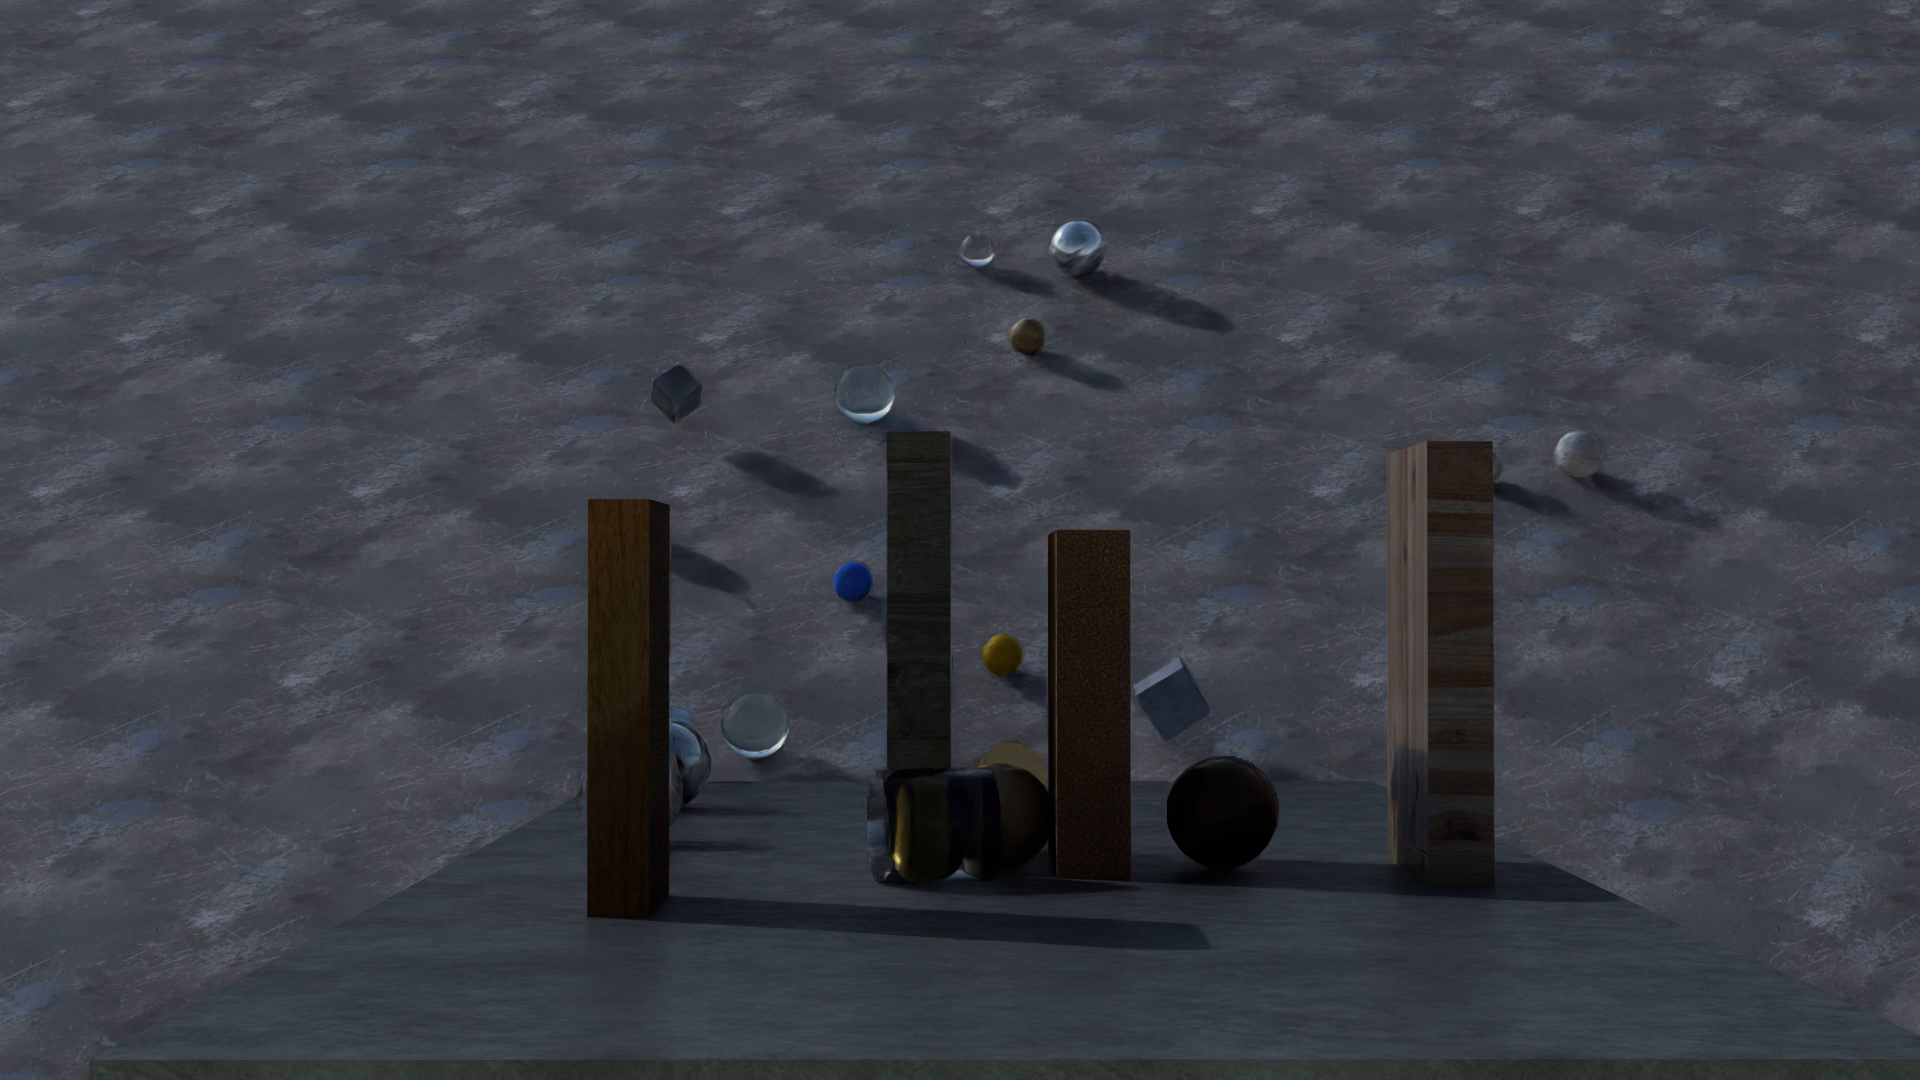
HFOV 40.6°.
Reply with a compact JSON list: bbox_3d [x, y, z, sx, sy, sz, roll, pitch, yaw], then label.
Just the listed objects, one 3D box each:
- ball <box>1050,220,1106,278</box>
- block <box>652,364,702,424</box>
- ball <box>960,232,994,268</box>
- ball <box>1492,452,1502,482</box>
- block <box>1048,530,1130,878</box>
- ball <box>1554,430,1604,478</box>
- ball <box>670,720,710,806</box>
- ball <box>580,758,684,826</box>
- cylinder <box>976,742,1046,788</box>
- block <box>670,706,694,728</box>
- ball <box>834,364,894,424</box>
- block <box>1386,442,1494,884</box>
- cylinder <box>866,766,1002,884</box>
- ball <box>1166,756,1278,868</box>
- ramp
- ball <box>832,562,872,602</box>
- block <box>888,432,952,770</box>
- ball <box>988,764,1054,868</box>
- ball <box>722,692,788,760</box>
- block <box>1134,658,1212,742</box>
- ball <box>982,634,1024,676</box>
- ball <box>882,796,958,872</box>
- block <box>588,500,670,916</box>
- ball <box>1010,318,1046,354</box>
[{"bbox_3d":[0.422,-1.044,9.294,0.203,0.203,0.203,0,33,0],"label":"ball"},{"bbox_3d":[-0.911,-0.471,8.345,0.112,0.112,0.112,-36,68,-27],"label":"block"},{"bbox_3d":[0.062,-1.047,9.368,0.127,0.127,0.127,0,33,0],"label":"ball"},{"bbox_3d":[1.644,-0.228,8.125,0.108,0.108,0.108,0,33,0],"label":"ball"},{"bbox_3d":[0.231,0.288,4.710,0.128,0.603,0.433,0,-1,0],"label":"block"},{"bbox_3d":[1.946,-0.269,8.150,0.152,0.152,0.152,0,33,0],"label":"ball"},{"bbox_3d":[-0.669,0.512,5.916,0.202,0.202,0.202,0,33,0],"label":"ball"},{"bbox_3d":[-0.646,0.496,5.105,0.204,0.204,0.204,0,33,0],"label":"ball"},{"bbox_3d":[0.088,0.506,5.331,0.138,0.138,0.138,12,56,-18],"label":"cylinder"},{"bbox_3d":[-0.803,0.526,6.827,0.148,0.148,0.148,12,66,-35],"label":"block"},{"bbox_3d":[-0.310,-0.476,8.427,0.195,0.195,0.195,0,33,0],"label":"ball"},{"bbox_3d":[0.848,0.212,4.601,0.112,0.751,0.415,0,-1,0],"label":"block"},{"bbox_3d":[-0.046,0.487,4.426,0.194,0.194,0.194,0,32,-13],"label":"cylinder"},{"bbox_3d":[0.469,0.488,4.649,0.200,0.200,0.200,0,33,0],"label":"ball"},{"bbox_3d":[0.073,0.640,4.756,2.000,0.100,4.000,0,-1,0],"label":"ramp"},{"bbox_3d":[-0.314,0.122,7.583,0.115,0.115,0.115,0,33,0],"label":"ball"},{"bbox_3d":[-0.074,0.200,4.858,0.114,0.784,0.399,0,-1,0],"label":"block"},{"bbox_3d":[0.075,0.493,4.644,0.185,0.185,0.185,0,33,0],"label":"ball"},{"bbox_3d":[-0.549,0.496,6.946,0.181,0.181,0.181,0,33,0],"label":"ball"},{"bbox_3d":[0.569,0.428,6.960,0.147,0.147,0.147,-32,5,4],"label":"block"},{"bbox_3d":[0.120,0.323,7.271,0.117,0.117,0.117,0,33,0],"label":"ball"},{"bbox_3d":[-0.071,0.520,4.585,0.135,0.135,0.135,0,33,0],"label":"ball"},{"bbox_3d":[-0.522,0.259,4.104,0.094,0.638,0.277,0,-1,0],"label":"block"},{"bbox_3d":[0.229,-0.695,8.829,0.124,0.124,0.124,0,33,0],"label":"ball"}]
